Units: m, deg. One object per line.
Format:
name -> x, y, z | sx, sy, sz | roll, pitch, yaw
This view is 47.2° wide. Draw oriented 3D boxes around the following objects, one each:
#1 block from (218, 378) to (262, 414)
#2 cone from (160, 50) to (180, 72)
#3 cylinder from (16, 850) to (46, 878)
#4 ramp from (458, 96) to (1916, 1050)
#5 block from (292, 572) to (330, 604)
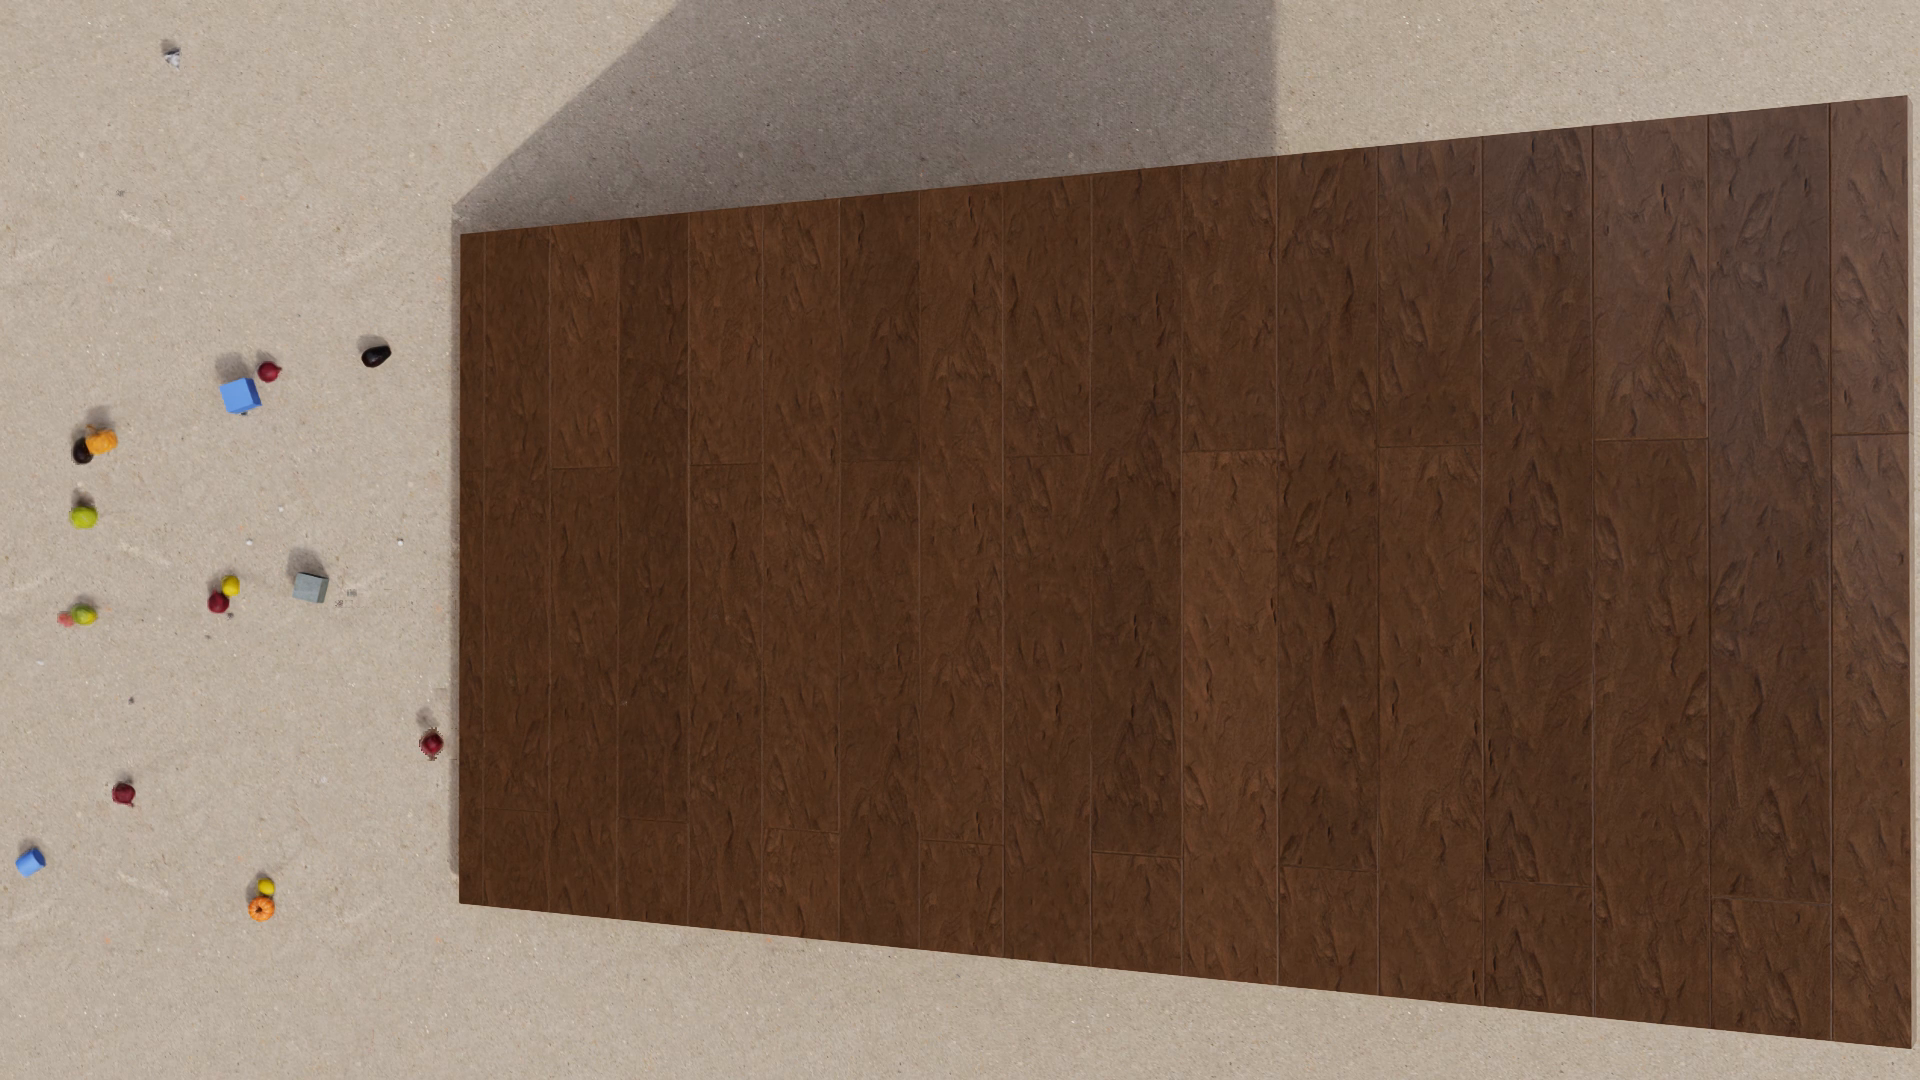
block -> -2.167, -0.434, 6.623 | 0.082, 0.082, 0.082 | -19, 89, 0
cone -> -2.379, -1.447, 6.660 | 0.060, 0.060, 0.060 | -20, 116, 0
cylinder -> -2.796, 0.974, 6.620 | 0.060, 0.060, 0.060 | -36, 90, 5
ramp -> 0.272, 0.075, 5.634 | 4.000, 0.100, 2.000 | 0, 89, 29
block -> -1.954, 0.144, 6.620 | 0.076, 0.076, 0.076 | 14, 89, 0
